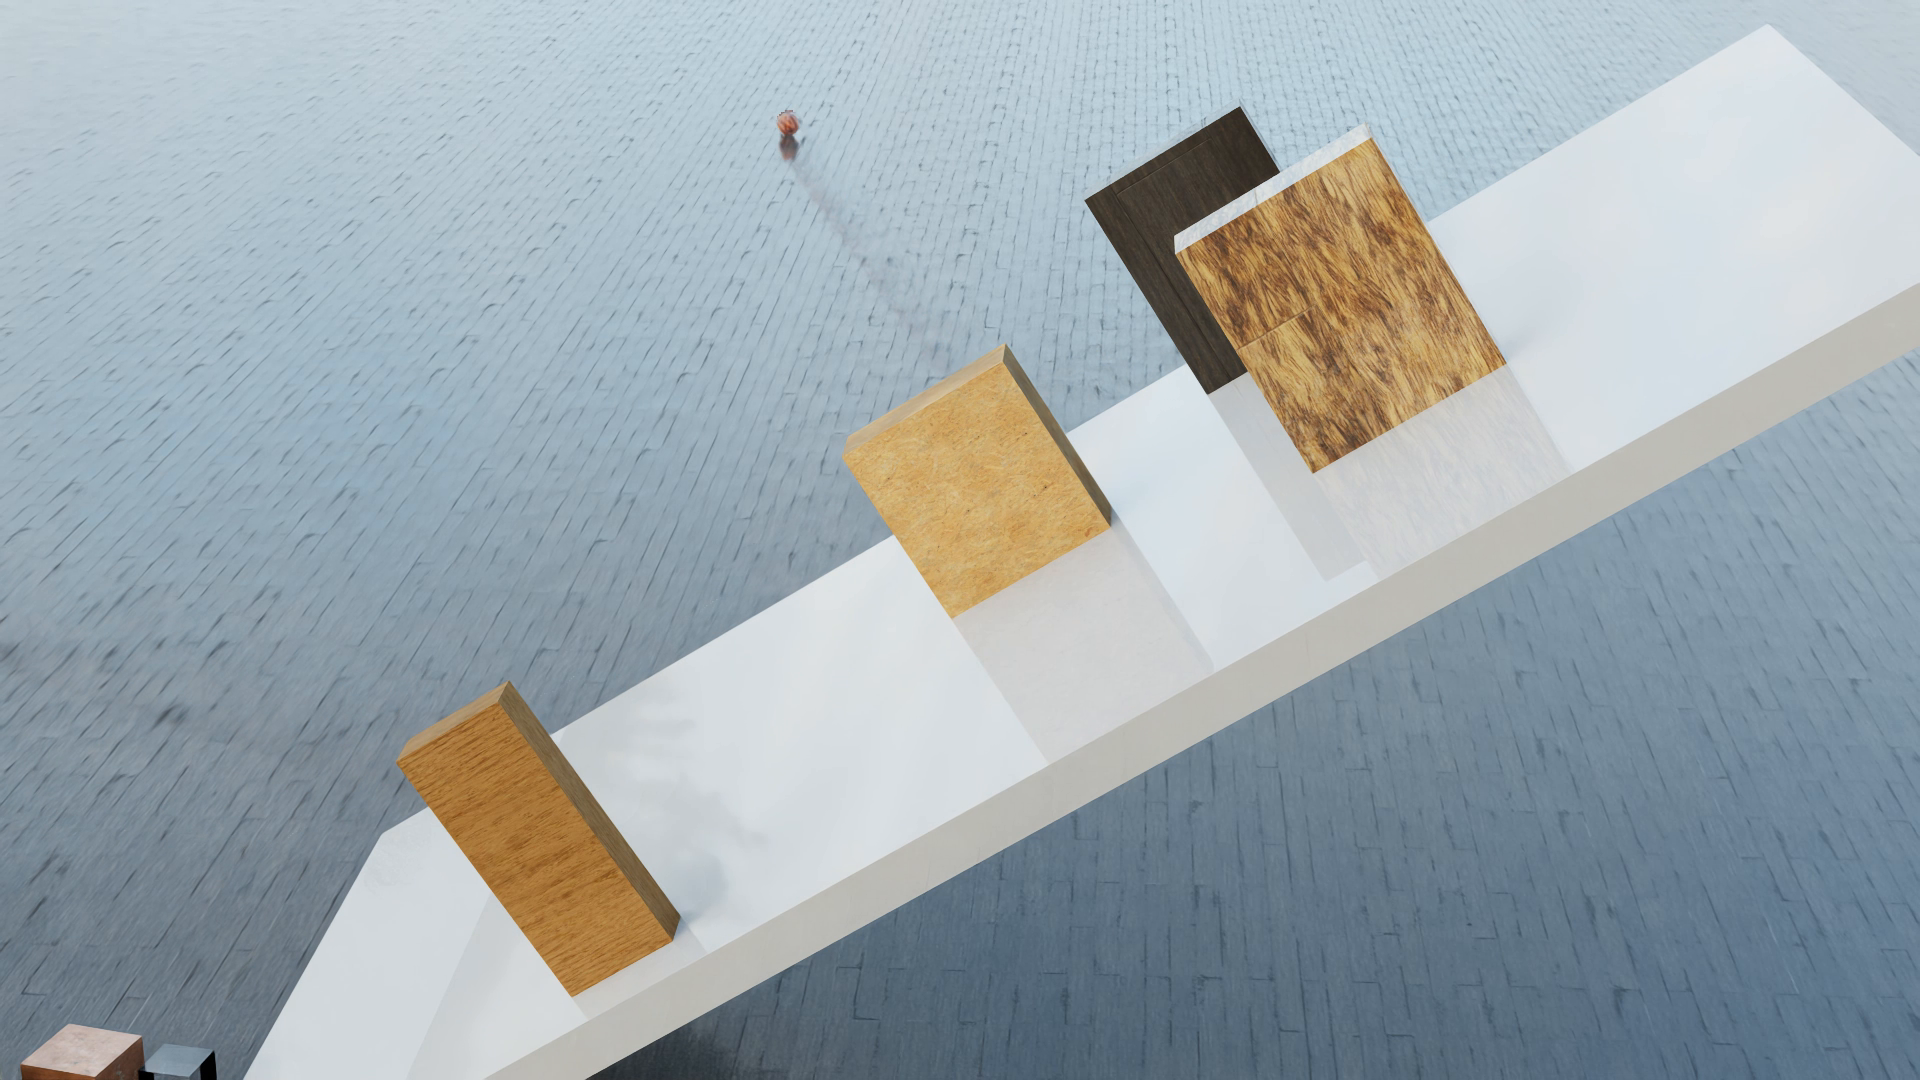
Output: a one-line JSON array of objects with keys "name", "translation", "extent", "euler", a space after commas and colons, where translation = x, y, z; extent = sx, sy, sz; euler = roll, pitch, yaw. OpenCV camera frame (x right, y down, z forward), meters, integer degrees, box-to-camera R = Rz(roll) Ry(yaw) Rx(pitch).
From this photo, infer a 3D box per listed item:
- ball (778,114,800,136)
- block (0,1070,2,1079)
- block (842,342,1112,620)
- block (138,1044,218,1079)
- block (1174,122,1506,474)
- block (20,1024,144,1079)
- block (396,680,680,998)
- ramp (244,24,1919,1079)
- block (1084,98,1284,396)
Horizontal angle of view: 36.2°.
[{"name": "ball", "translation": [-0.946, -2.293, 16.224], "extent": [0.121, 0.121, 0.121], "euler": [0, 20, 0]}, {"name": "block", "translation": [-2.149, 1.251, 6.309], "extent": [0.189, 0.189, 0.189], "euler": [-6, 21, -16]}, {"name": "block", "translation": [0.039, -0.127, 6.386], "extent": [0.409, 0.437, 0.144], "euler": [-30, 15, 13]}, {"name": "block", "translation": [-1.734, 1.208, 6.528], "extent": [0.122, 0.122, 0.122], "euler": [5, 20, 12]}, {"name": "block", "translation": [0.750, -0.476, 5.815], "extent": [0.438, 0.529, 0.147], "euler": [-30, 15, 13]}, {"name": "block", "translation": [-1.919, 1.200, 6.455], "extent": [0.185, 0.185, 0.185], "euler": [6, 21, 16]}, {"name": "block", "translation": [-0.807, 0.578, 5.661], "extent": [0.240, 0.584, 0.105], "euler": [-30, 15, 13]}, {"name": "ramp", "translation": [0.140, 0.170, 6.292], "extent": [4.000, 0.100, 2.000], "euler": [-30, 15, 13]}, {"name": "block", "translation": [0.599, -0.666, 6.707], "extent": [0.408, 0.539, 0.099], "euler": [-30, 15, 13]}]
